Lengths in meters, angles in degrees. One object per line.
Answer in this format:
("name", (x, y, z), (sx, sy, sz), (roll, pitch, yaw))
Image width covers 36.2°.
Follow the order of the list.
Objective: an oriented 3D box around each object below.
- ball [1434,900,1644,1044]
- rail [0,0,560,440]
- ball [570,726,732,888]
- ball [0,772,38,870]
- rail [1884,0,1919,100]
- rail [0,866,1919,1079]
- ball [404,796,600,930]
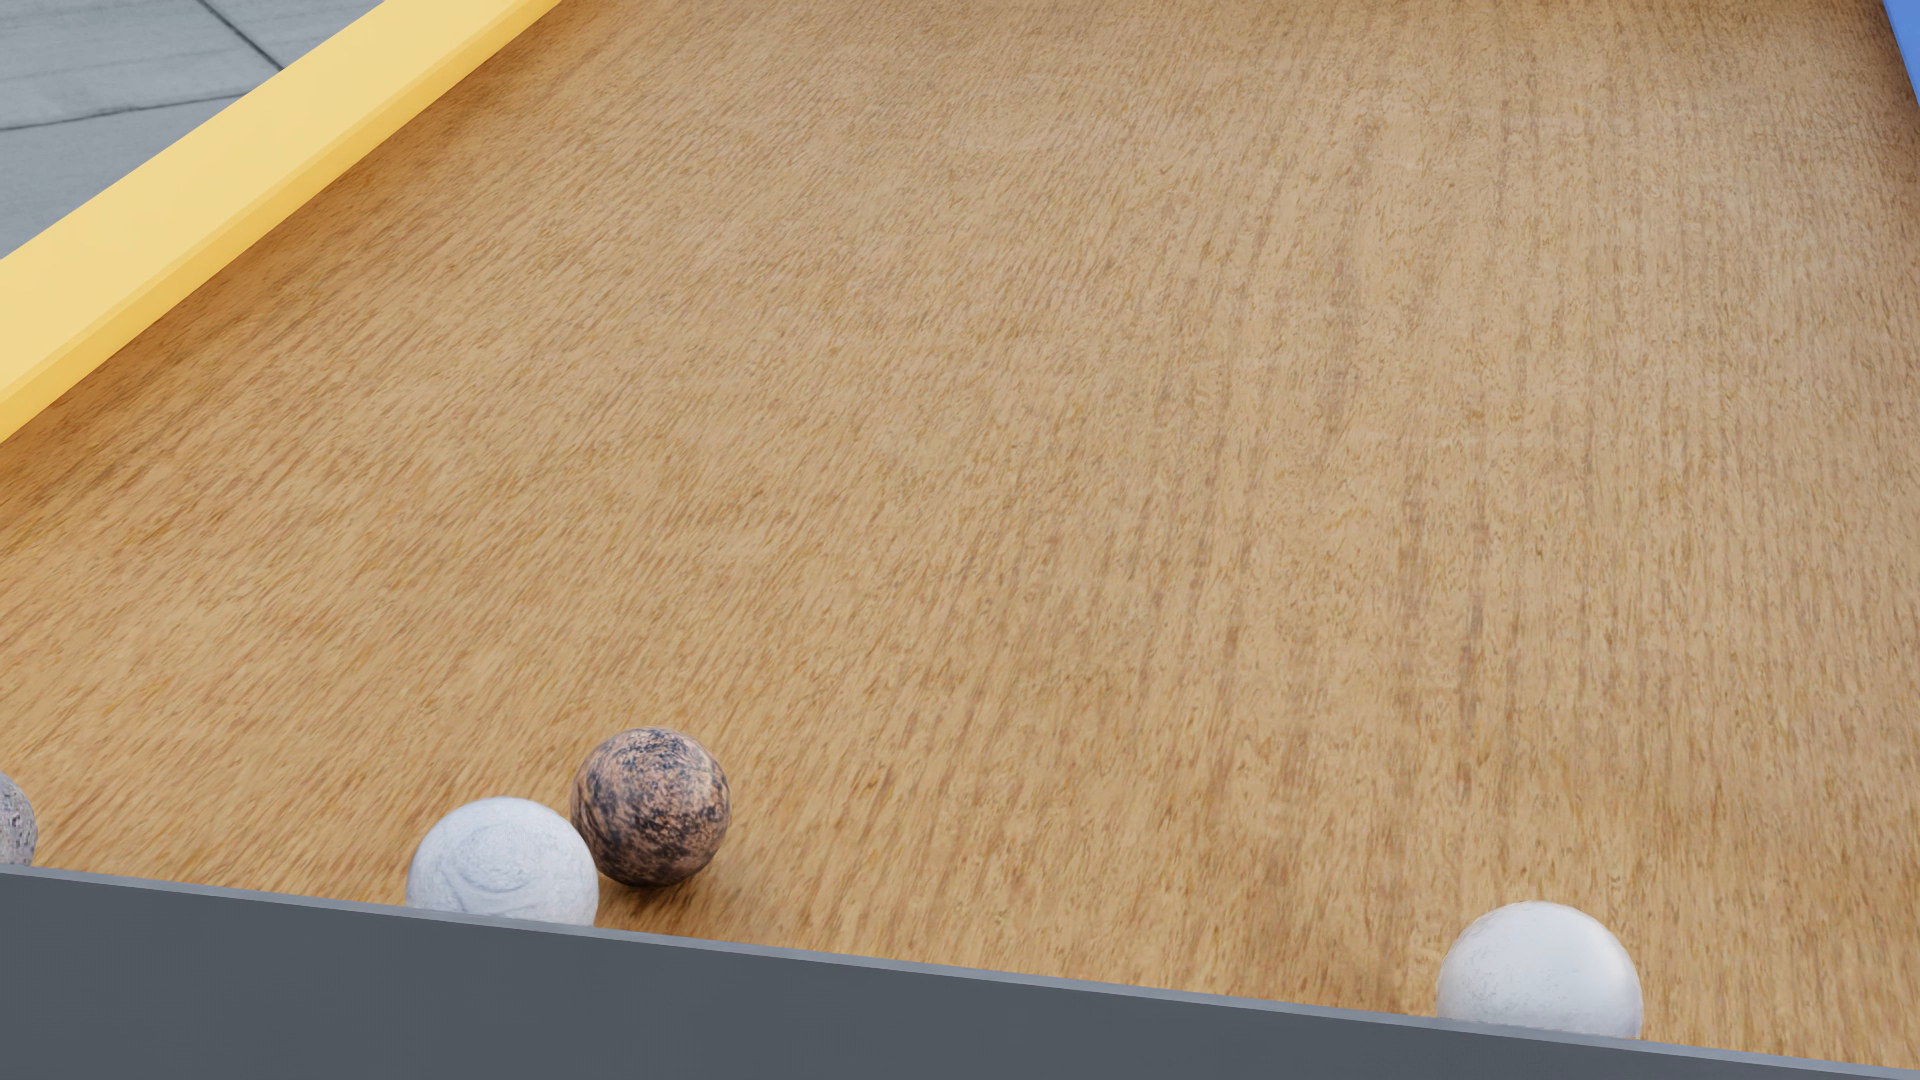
("ball", (0.279, 0.224, 1.420), (0.099, 0.099, 0.099), (0, 25, 0))
("rail", (-0.590, -0.341, 2.608), (0.045, 0.129, 2.541), (5, 25, 10))
("ball", (-0.169, 0.146, 1.603), (0.088, 0.088, 0.088), (0, 25, 0))
("ball", (-0.539, 0.160, 1.577), (0.084, 0.084, 0.084), (0, 25, 0))
("rail", (0.835, -0.224, 2.353), (0.045, 0.129, 2.541), (5, 25, 10))
("rail", (-0.118, 0.230, 1.370), (1.501, 0.129, 0.045), (5, 25, 10))
("ball", (-0.235, 0.182, 1.512), (0.099, 0.099, 0.099), (0, 25, 0))
